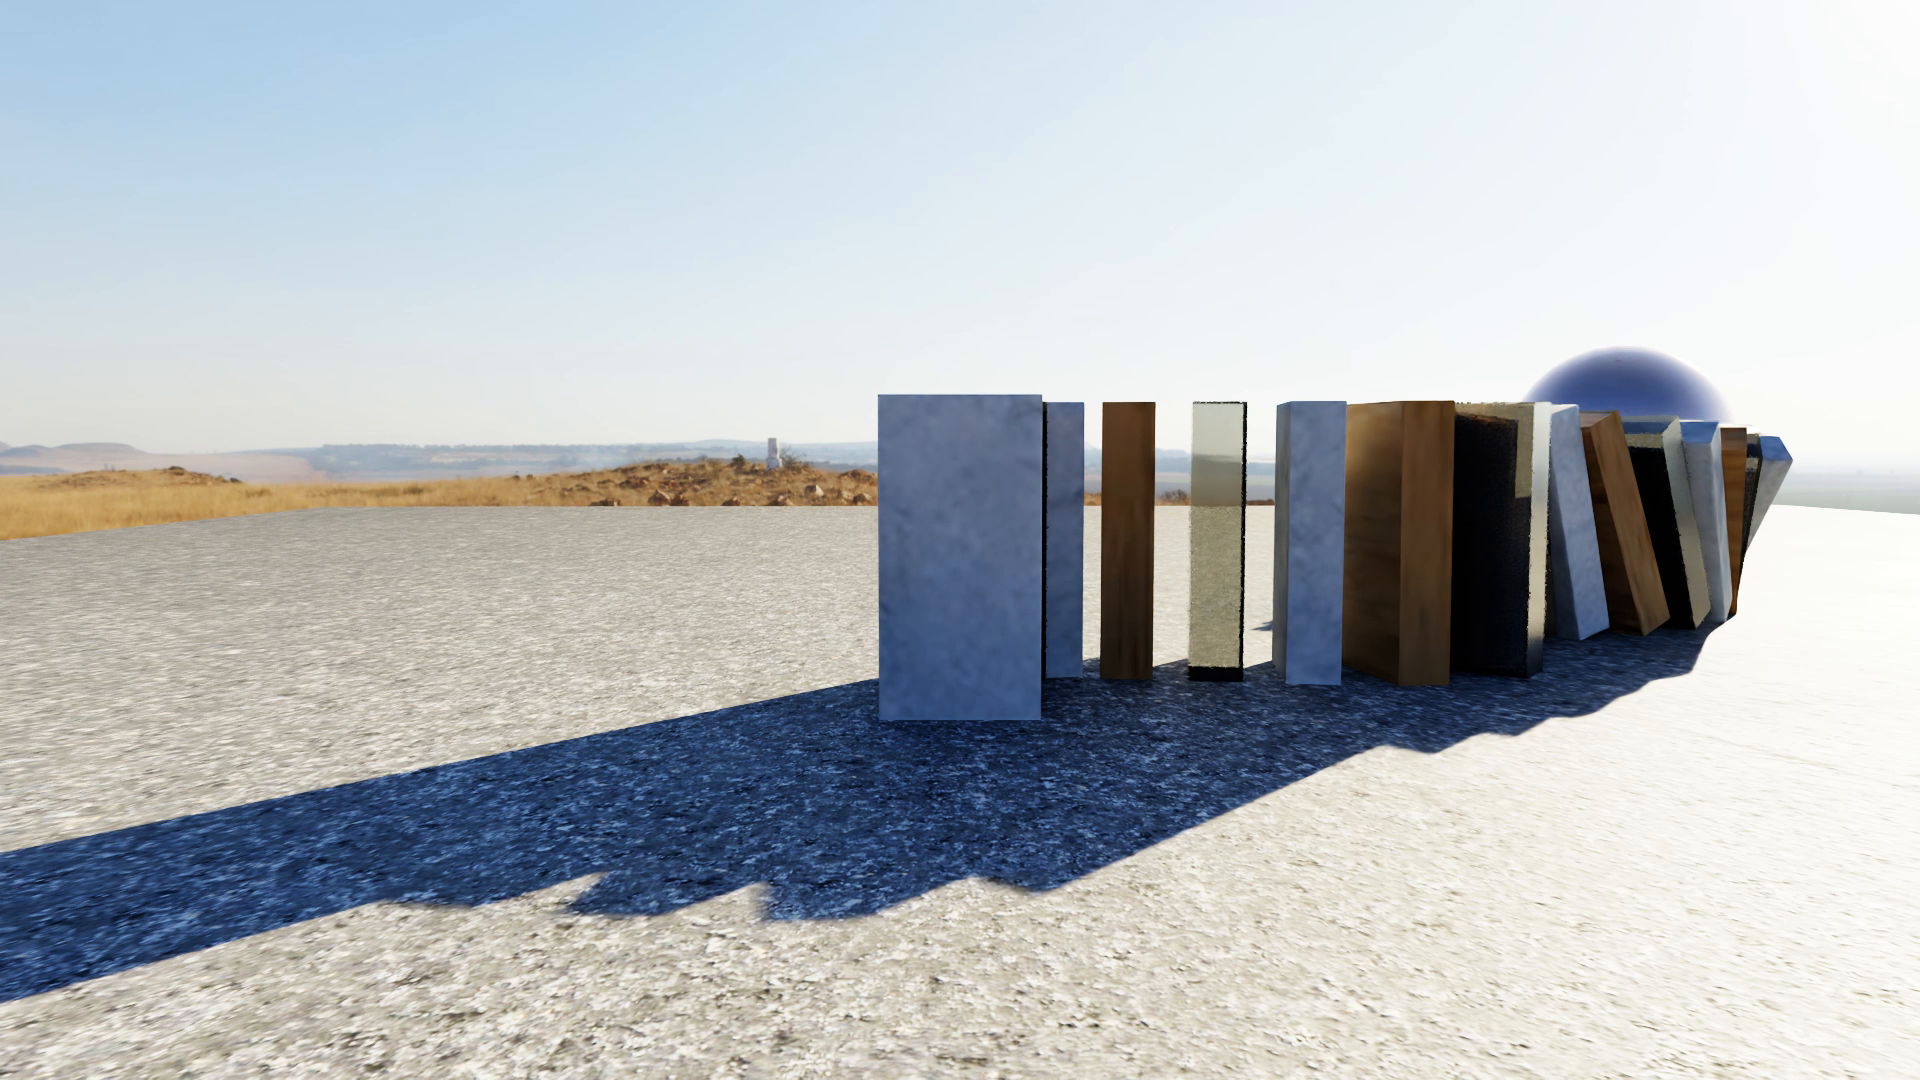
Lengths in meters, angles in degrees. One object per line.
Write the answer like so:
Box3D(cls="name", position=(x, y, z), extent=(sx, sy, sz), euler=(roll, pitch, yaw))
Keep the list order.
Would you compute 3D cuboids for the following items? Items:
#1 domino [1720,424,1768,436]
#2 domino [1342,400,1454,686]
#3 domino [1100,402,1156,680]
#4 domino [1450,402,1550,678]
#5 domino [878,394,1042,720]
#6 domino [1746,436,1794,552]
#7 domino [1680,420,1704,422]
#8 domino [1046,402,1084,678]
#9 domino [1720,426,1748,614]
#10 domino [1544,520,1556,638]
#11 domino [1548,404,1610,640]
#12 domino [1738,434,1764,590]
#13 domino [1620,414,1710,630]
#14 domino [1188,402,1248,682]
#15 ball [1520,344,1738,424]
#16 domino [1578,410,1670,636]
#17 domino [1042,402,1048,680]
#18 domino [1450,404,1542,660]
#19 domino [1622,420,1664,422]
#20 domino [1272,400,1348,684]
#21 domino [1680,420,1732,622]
Box3D(cls="domino", position=(0.204, -0.008, 0.360), extent=(0.025, 0.050, 0.010), euler=(-1, 35, -18))
Box3D(cls="domino", position=(0.080, 0.000, 0.237), extent=(0.010, 0.050, 0.025), euler=(-1, 4, -7))
Box3D(cls="domino", position=(0.032, -0.001, 0.243), extent=(0.009, 0.050, 0.025), euler=(1, 4, 7))
Box3D(cls="domino", position=(0.096, -0.001, 0.242), extent=(0.025, 0.050, 0.009), euler=(4, 7, 40))
Box3D(cls="domino", position=(0.000, 0.002, 0.201), extent=(0.025, 0.050, 0.010), euler=(0, 4, 0))
Box3D(cls="domino", position=(0.197, -0.005, 0.341), extent=(0.025, 0.050, 0.010), euler=(1, 44, 5))
Box3D(cls="domino", position=(0.199, -0.010, 0.372), extent=(0.025, 0.050, 0.010), euler=(-1, 29, -18))
Box3D(cls="domino", position=(0.015, -0.001, 0.244), extent=(0.010, 0.050, 0.025), euler=(-1, 4, -11))
Box3D(cls="domino", position=(0.178, -0.004, 0.316), extent=(0.025, 0.050, 0.010), euler=(3, 40, 30))
Box3D(cls="domino", position=(0.116, -0.004, 0.282), extent=(0.010, 0.050, 0.025), euler=(-11, 8, -24))
Box3D(cls="domino", position=(0.127, -0.004, 0.286), extent=(0.010, 0.050, 0.025), euler=(-18, 11, -23))
Box3D(cls="domino", position=(0.187, -0.005, 0.328), extent=(0.025, 0.050, 0.010), euler=(2, 43, 24))
Box3D(cls="domino", position=(0.155, -0.004, 0.296), extent=(0.009, 0.050, 0.025), euler=(-36, 25, -32))
Box3D(cls="domino", position=(0.048, 0.000, 0.240), extent=(0.009, 0.050, 0.025), euler=(1, 4, 10))
Box3D(cls="ball", position=(0.252, -0.034, 0.492), extent=(0.080, 0.080, 0.080), euler=(0, 4, 0))
Box3D(cls="domino", position=(0.141, -0.004, 0.290), extent=(0.010, 0.050, 0.025), euler=(-27, 14, -21))
Box3D(cls="domino", position=(0.002, 0.000, 0.233), extent=(0.025, 0.050, 0.009), euler=(3, 5, 34))
Box3D(cls="domino", position=(0.101, -0.002, 0.257), extent=(0.025, 0.050, 0.009), euler=(1, 7, 14))
Box3D(cls="domino", position=(0.193, -0.011, 0.382), extent=(0.025, 0.050, 0.009), euler=(-1, 28, -18))
Box3D(cls="domino", position=(0.064, 0.000, 0.238), extent=(0.010, 0.050, 0.025), euler=(1, 4, 8))
Box3D(cls="domino", position=(0.167, -0.004, 0.305), extent=(0.025, 0.050, 0.010), euler=(4, 37, 40))
